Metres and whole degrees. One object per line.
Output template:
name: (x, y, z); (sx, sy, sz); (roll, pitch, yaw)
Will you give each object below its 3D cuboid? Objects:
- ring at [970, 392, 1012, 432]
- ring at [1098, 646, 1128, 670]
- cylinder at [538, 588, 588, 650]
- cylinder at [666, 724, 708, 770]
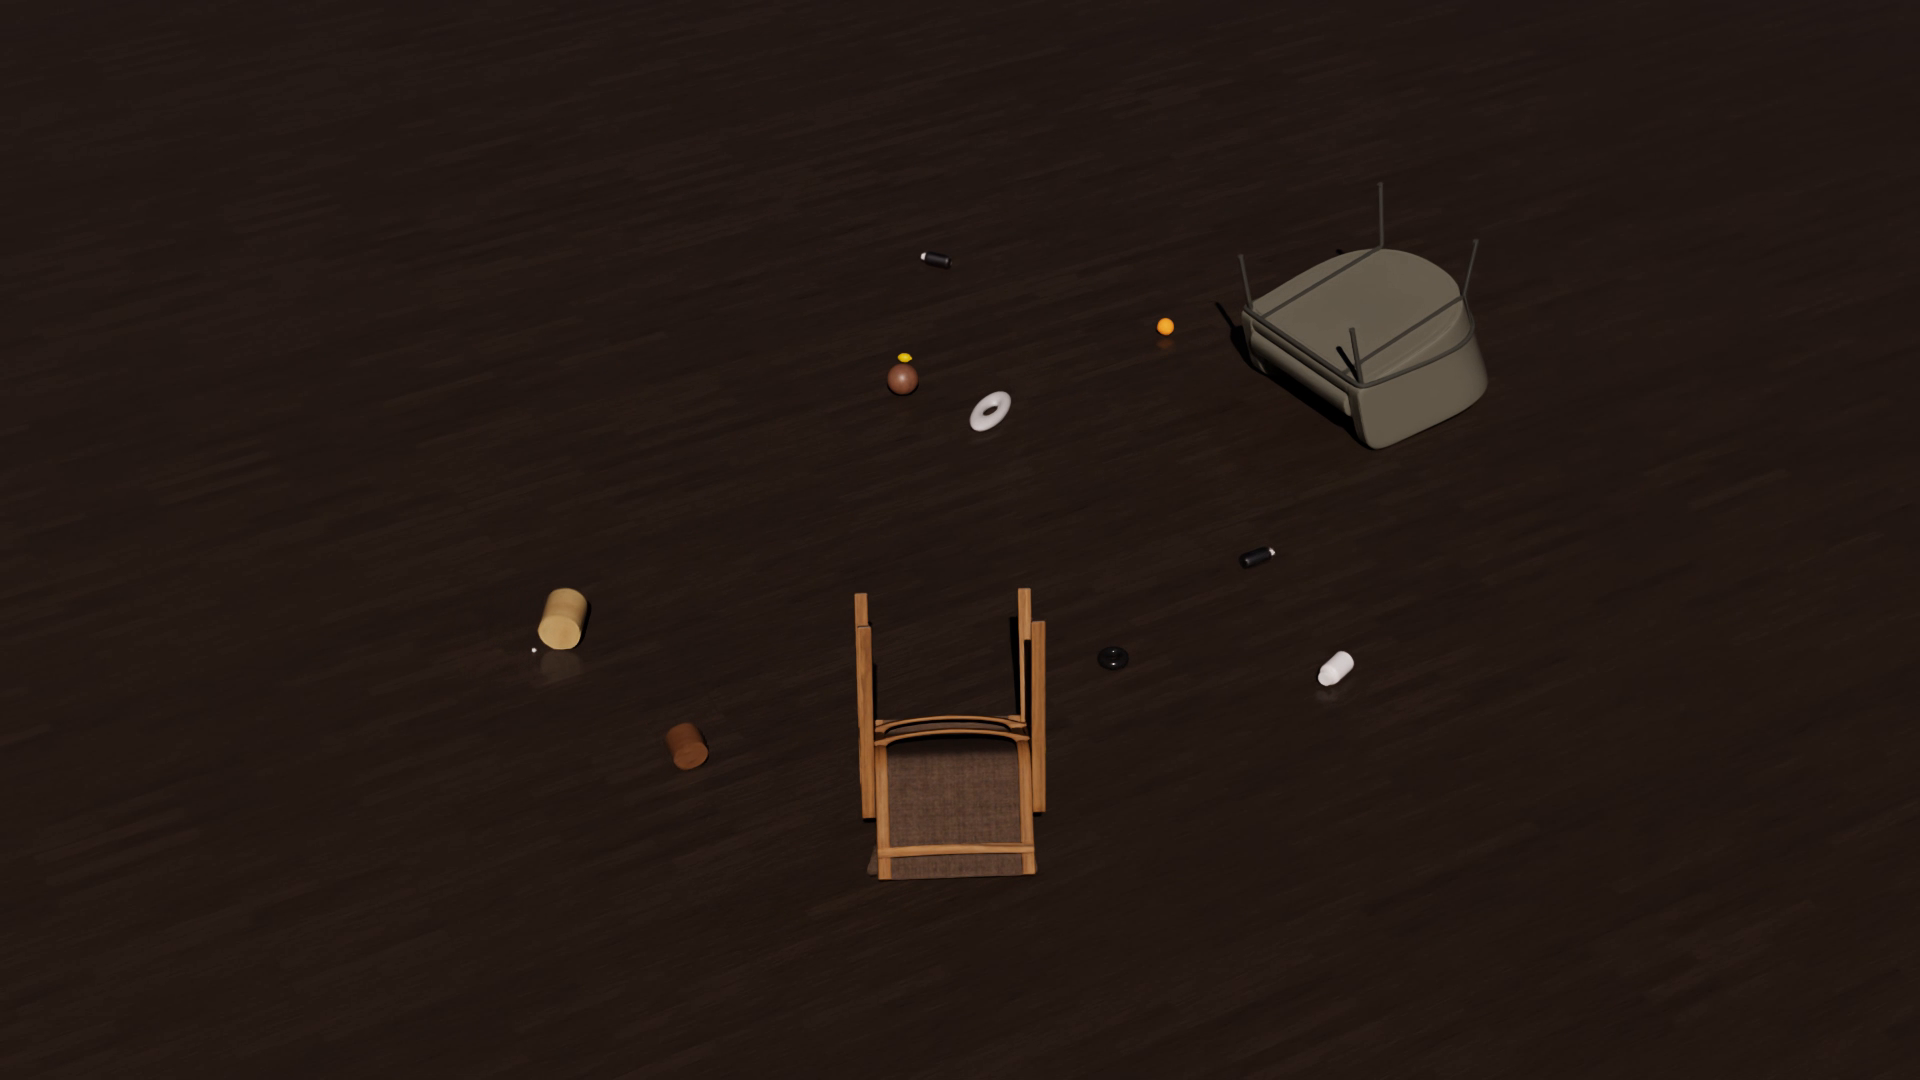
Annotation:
ring: (0.122, -0.513, 11.681); (0.133, 0.047, 0.309); (11, 35, 18)
ring: (0.538, 0.414, 10.283); (0.110, 0.038, 0.113); (8, 35, 13)
cylinder: (-1.405, 0.279, 10.386); (0.153, 0.147, 0.170); (26, 31, -13)
cylinder: (-0.914, 0.689, 9.800); (0.119, 0.108, 0.113); (-22, 37, -8)
